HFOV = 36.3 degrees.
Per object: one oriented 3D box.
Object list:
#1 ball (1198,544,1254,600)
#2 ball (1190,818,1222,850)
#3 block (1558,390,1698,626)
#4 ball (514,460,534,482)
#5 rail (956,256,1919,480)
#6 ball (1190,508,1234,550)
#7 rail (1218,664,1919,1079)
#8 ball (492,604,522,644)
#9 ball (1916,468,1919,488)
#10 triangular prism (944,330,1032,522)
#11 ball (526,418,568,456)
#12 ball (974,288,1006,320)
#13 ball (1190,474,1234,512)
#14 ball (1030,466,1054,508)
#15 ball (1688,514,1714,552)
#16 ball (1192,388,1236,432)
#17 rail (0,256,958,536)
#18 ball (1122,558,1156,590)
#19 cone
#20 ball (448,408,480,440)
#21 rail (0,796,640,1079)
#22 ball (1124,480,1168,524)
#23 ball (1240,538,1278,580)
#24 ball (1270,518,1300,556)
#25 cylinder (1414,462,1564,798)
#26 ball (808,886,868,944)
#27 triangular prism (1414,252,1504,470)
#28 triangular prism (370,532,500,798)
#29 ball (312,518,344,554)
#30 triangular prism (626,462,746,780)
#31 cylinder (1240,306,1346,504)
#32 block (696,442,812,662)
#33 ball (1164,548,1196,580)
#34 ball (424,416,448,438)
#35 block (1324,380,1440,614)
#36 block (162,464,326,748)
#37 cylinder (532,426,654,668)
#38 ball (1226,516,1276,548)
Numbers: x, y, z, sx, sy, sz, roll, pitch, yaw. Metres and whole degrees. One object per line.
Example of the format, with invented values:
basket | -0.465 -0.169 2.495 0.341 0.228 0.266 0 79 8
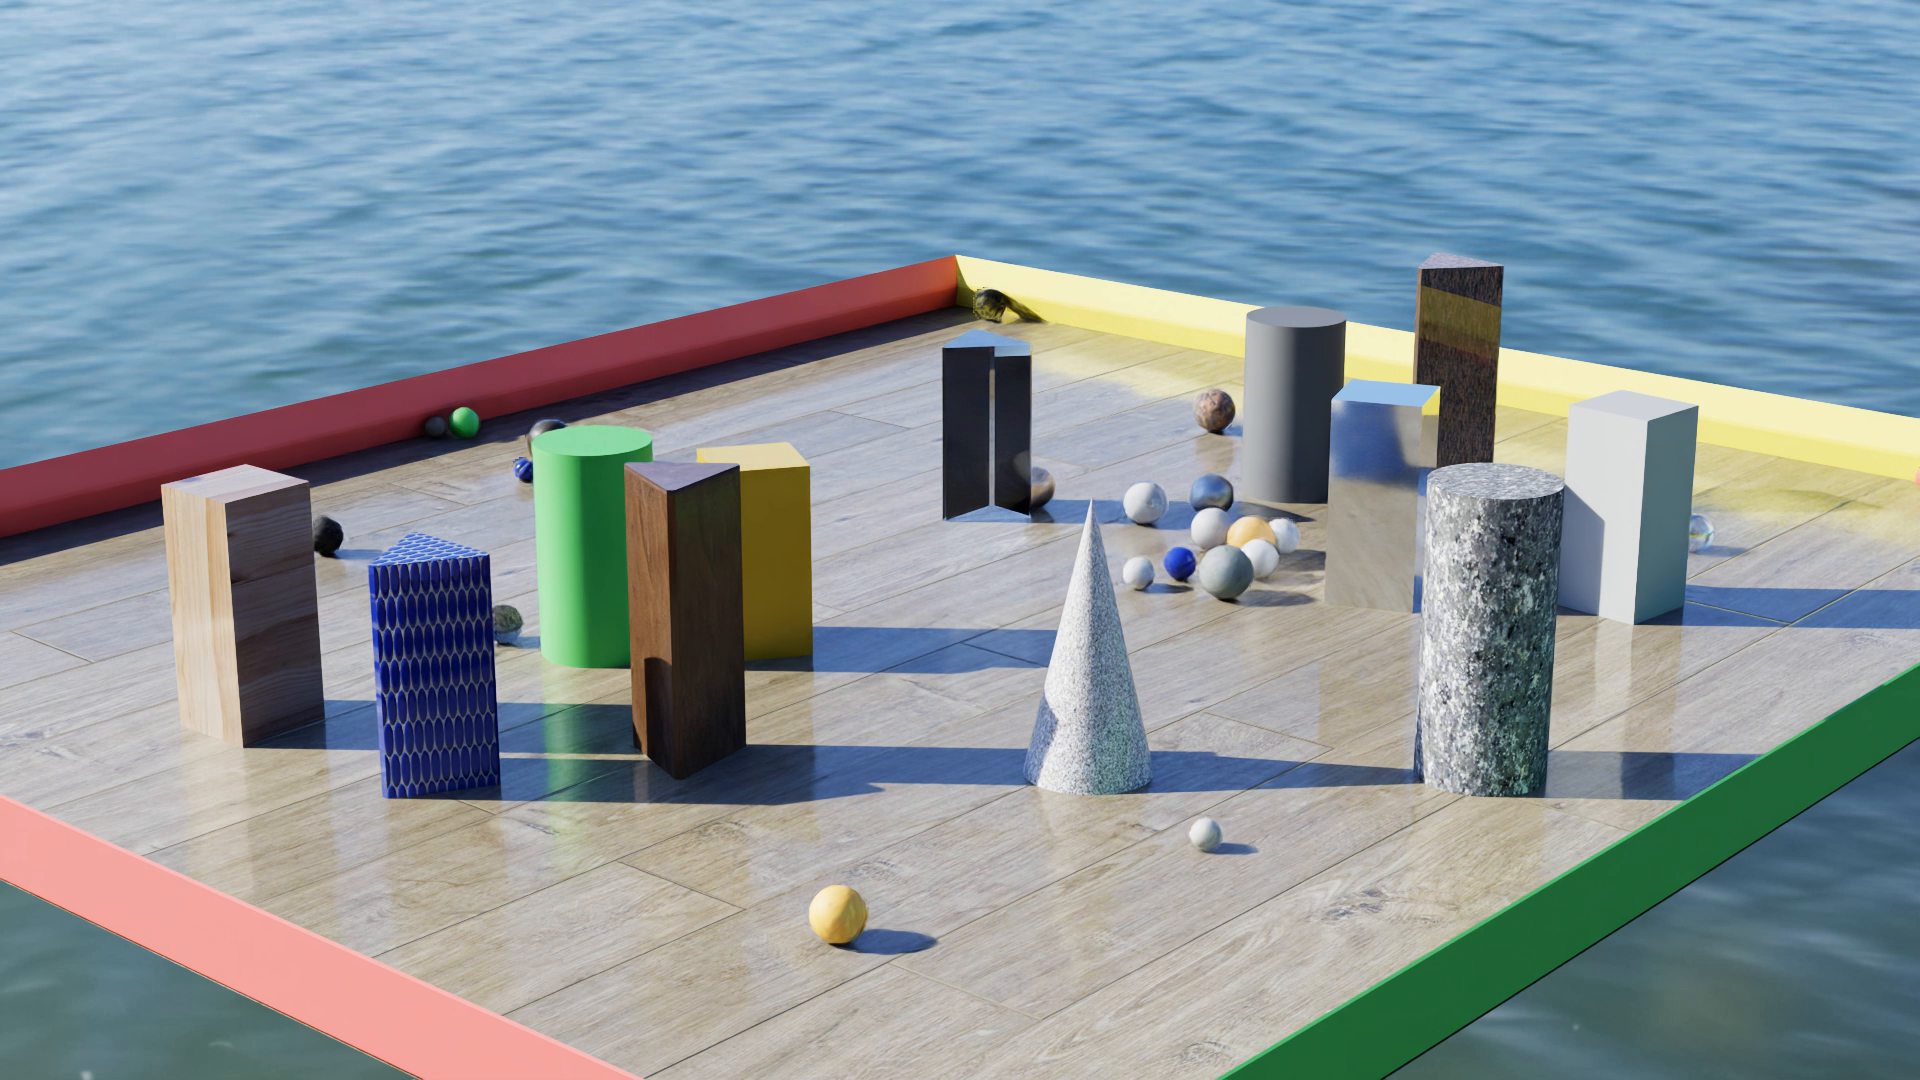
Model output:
ball | 0.462 0.056 5.098 0.094 0.094 0.094 0 17 0
ball | 0.338 0.404 4.030 0.044 0.044 0.044 0 17 0
block | 1.143 -0.058 5.021 0.155 0.357 0.155 -16 23 -42
ball | -0.865 -0.138 5.829 0.044 0.044 0.044 0 17 0
rail | 1.161 -0.355 6.400 3.144 0.126 0.045 14 22 39
ball | 0.462 -0.019 5.371 0.080 0.080 0.080 0 17 0
rail | 1.169 0.325 4.149 0.045 0.126 3.589 14 22 39
ball | -0.760 0.139 4.873 0.065 0.065 0.065 0 17 0
ball | 1.904 -0.122 5.740 0.063 0.063 0.063 0 17 0
triangular prism | 0.039 -0.222 5.596 0.168 0.338 0.145 -3 17 -10
ball | -0.828 -0.197 5.931 0.097 0.097 0.097 0 17 0
ball | 0.075 -0.582 7.238 0.079 0.079 0.079 0 17 0
ball | 0.480 -0.085 5.581 0.085 0.085 0.085 0 17 0
ball | 0.142 -0.102 5.642 0.081 0.081 0.081 0 17 0
ball | 1.346 -0.013 5.368 0.069 0.069 0.069 0 17 0
ball | 0.538 -0.274 6.199 0.090 0.090 0.090 0 17 0
rail | -1.169 -0.262 6.092 0.045 0.126 3.589 14 22 39
ball | 0.315 0.059 5.154 0.057 0.057 0.057 0 17 0
cone | 0.189 0.138 4.257 0.194 0.422 0.194 0 17 0
ball | -1.037 -0.244 6.138 0.067 0.067 0.067 0 17 0
rail | -1.161 0.418 3.840 3.144 0.126 0.045 14 22 39
ball | 0.350 -0.071 5.537 0.083 0.083 0.083 0 17 0
ball | 0.530 0.034 5.210 0.072 0.072 0.072 0 17 0
ball | 0.584 -0.005 5.345 0.067 0.067 0.067 0 17 0
cylinder | 0.764 0.129 4.247 0.194 0.446 0.194 0 17 0
ball | -0.156 0.477 3.736 0.074 0.074 0.074 0 17 0
triangular prism | 0.935 -0.312 5.670 0.168 0.468 0.145 -3 17 -9
triangular prism | -0.772 0.176 4.258 0.168 0.349 0.145 -6 18 -18
ball | -1.160 -0.007 5.353 0.068 0.068 0.068 0 17 0
triangular prism | -0.429 0.108 4.326 0.145 0.440 0.168 10 19 30
cylinder | 0.650 -0.265 5.721 0.194 0.349 0.194 0 17 0
block | -0.338 0.019 4.825 0.155 0.322 0.155 -5 17 -15
ball | 0.391 0.042 5.207 0.058 0.058 0.058 0 17 0
ball | -1.099 -0.235 6.145 0.047 0.047 0.047 0 17 0
block | 0.730 -0.077 5.071 0.155 0.365 0.155 6 18 19
block | -1.088 0.098 4.457 0.155 0.383 0.155 14 21 38
cylinder | -0.595 0.010 4.796 0.194 0.357 0.194 0 17 0
ball | 0.525 0.001 5.289 0.088 0.088 0.088 0 17 0
